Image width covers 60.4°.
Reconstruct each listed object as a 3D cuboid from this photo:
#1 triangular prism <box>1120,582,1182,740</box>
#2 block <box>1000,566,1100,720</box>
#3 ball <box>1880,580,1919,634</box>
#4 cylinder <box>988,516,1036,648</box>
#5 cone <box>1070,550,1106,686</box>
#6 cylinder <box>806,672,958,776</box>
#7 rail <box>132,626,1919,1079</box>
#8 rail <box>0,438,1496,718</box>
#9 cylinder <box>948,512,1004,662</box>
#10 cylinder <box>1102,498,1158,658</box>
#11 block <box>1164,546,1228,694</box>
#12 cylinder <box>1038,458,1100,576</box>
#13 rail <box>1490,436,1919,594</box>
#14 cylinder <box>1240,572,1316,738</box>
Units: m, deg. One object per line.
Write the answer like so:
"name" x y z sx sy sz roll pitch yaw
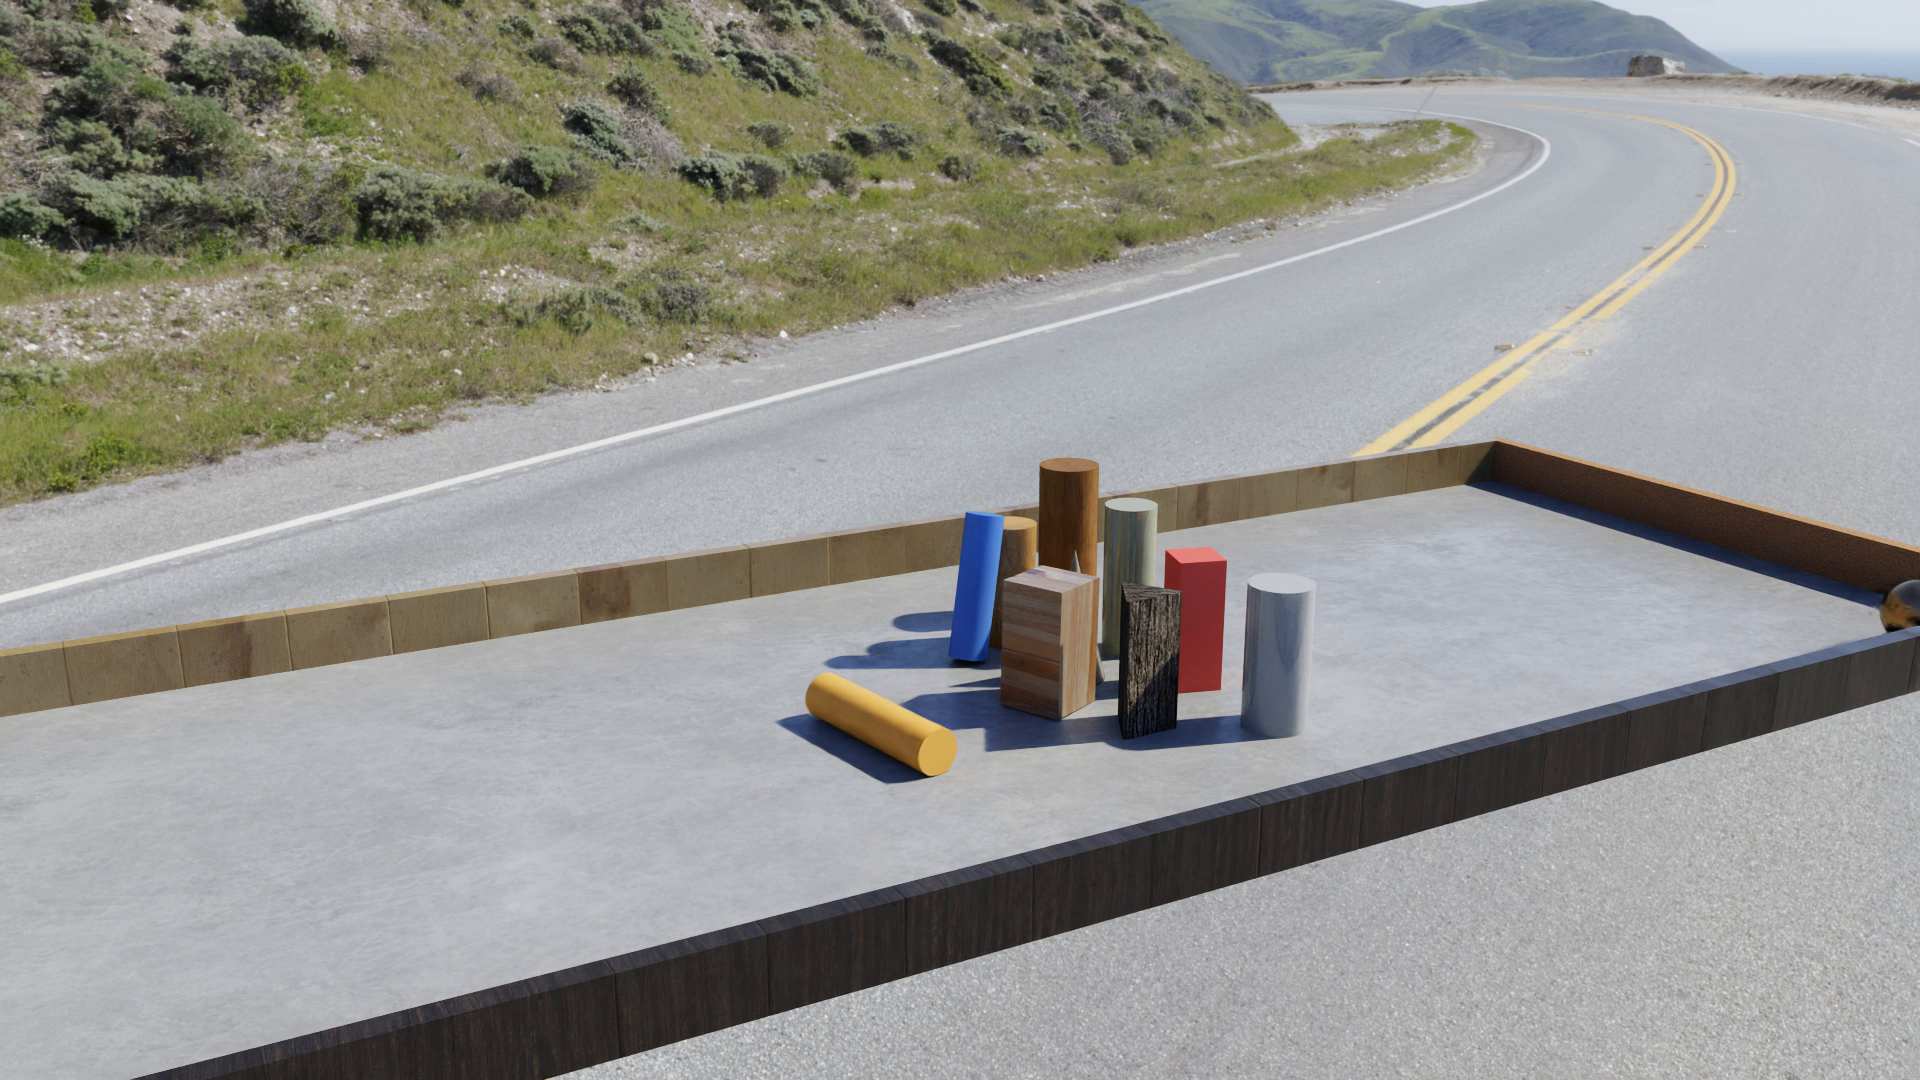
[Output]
"triangular prism" 0.411 0.273 3.834 0.149 0.334 0.129 -9 19 -28
"block" 0.216 0.243 3.962 0.165 0.314 0.165 12 19 35
"ball" 2.537 0.196 4.361 0.184 0.184 0.184 0 16 0
"cylinder" 0.132 0.113 4.383 0.136 0.328 0.136 1 16 0
"cone" 0.285 0.184 4.128 0.165 0.339 0.165 0 16 0
"cylinder" -0.185 0.414 3.752 0.109 0.109 0.436 -13 21 -37
"rail" -2.336 1.006 1.665 12.000 0.150 0.050 -9 18 -27
"rail" -3.305 0.497 3.399 12.000 0.150 0.050 -9 18 -27
"cylinder" 0.043 0.118 4.263 0.101 0.375 0.101 7 6 -1
"cylinder" 0.442 0.100 4.309 0.136 0.399 0.136 0 16 0
"block" 0.578 0.198 4.085 0.117 0.336 0.117 -3 17 -11
"cylinder" 0.301 -0.002 4.601 0.164 0.429 0.164 0 16 0
"rail" 2.466 -0.048 5.253 0.050 0.150 2.100 -9 18 -27
"cylinder" 0.737 0.267 3.825 0.155 0.351 0.155 0 16 0
